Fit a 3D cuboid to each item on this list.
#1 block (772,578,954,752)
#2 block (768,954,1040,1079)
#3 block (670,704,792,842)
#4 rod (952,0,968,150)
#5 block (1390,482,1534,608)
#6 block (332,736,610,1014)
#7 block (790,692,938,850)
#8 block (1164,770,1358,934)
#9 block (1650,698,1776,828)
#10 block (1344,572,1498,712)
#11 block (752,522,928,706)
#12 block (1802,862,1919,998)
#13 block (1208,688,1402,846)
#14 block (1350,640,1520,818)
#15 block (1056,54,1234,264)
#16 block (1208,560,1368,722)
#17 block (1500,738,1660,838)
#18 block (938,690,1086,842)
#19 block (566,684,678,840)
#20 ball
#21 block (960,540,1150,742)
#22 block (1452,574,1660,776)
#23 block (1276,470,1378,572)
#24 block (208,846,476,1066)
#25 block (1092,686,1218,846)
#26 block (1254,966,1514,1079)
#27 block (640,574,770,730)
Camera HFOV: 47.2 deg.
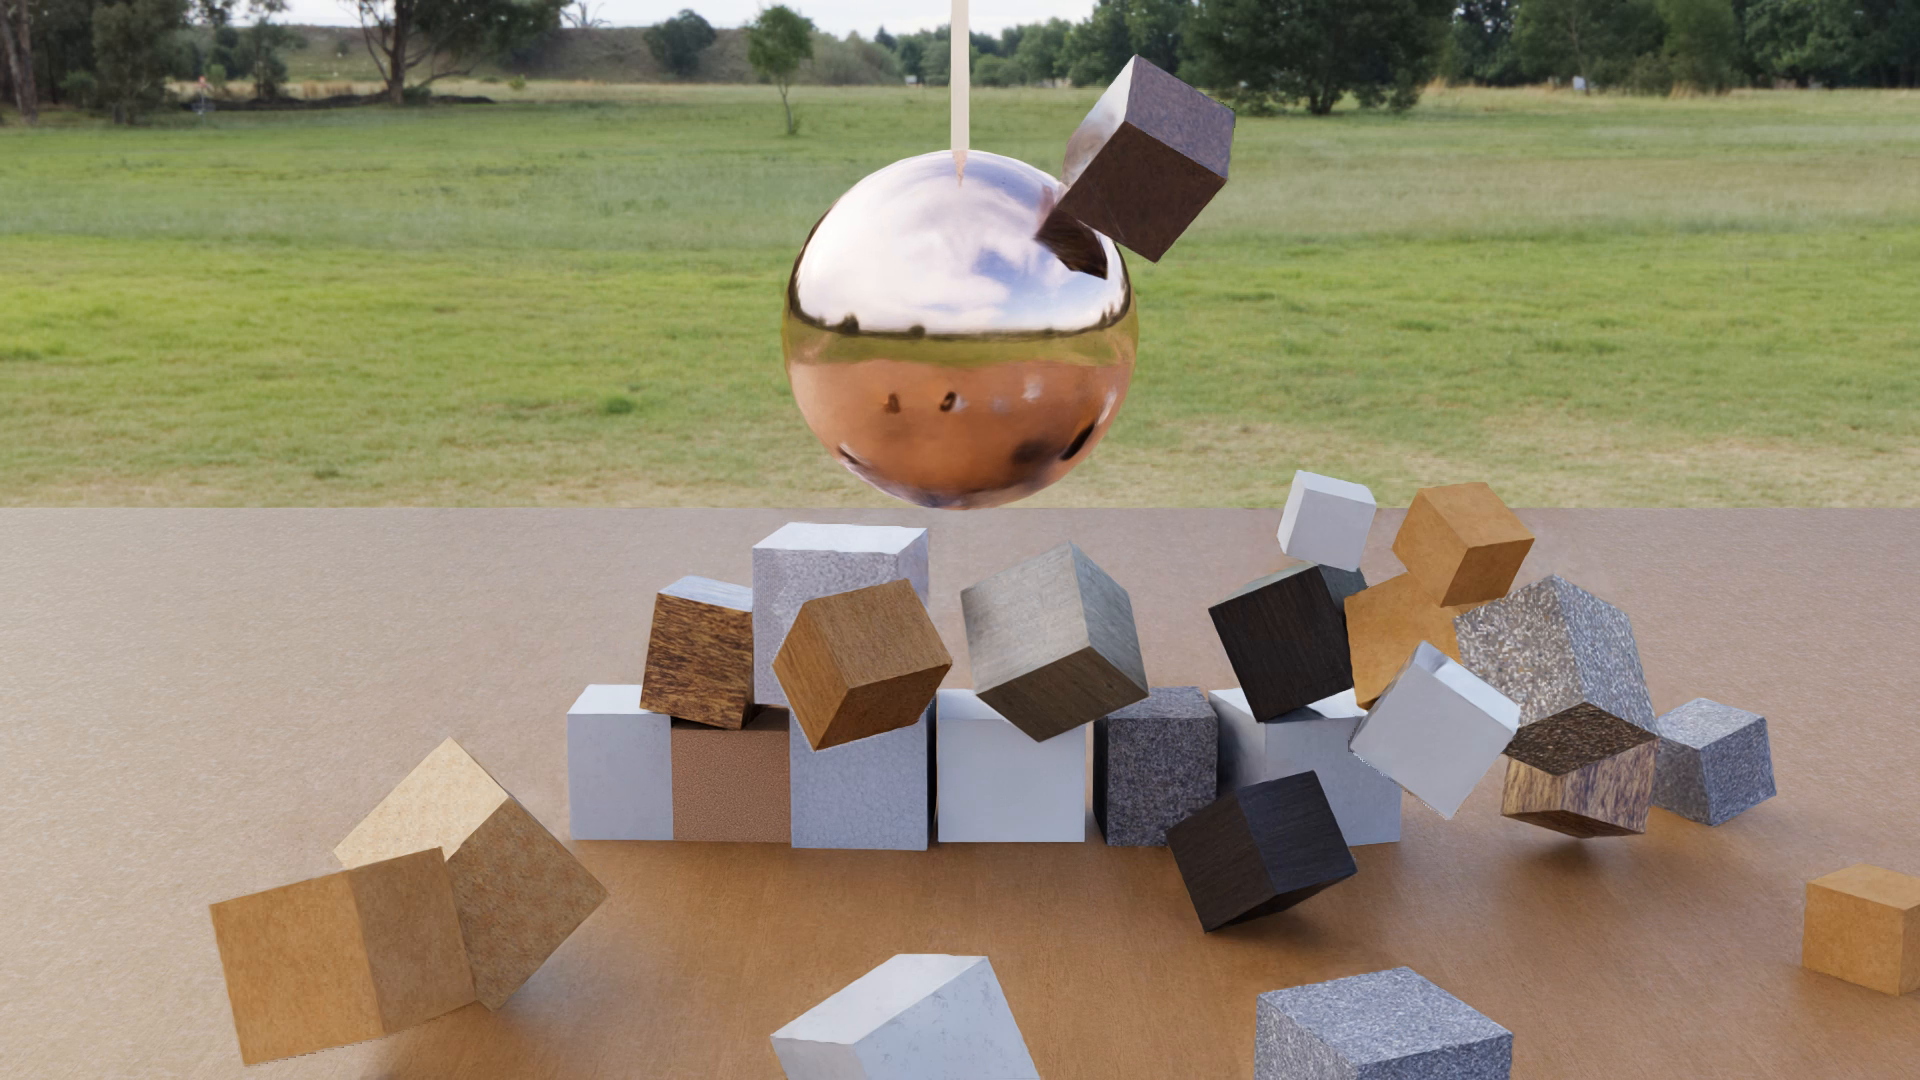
[{"bbox_3d":[-0.367,0.463,8.194,0.446,0.435,0.387,-13,60,-31],"label":"block"},{"bbox_3d":[-0.165,1.751,7.245,0.569,0.553,0.551,-27,7,-34],"label":"block"},{"bbox_3d":[-1.133,1.191,11.387,0.613,0.583,0.589,1,10,3],"label":"block"},{"bbox_3d":[0.000,-4.330,9.880,0.080,5.200,0.080,0,-1,0],"label":"rod"},{"bbox_3d":[2.146,0.016,9.407,0.358,0.340,0.383,-7,44,-27],"label":"block"},{"bbox_3d":[-2.028,1.377,9.123,0.667,0.674,0.708,-46,35,-12],"label":"block"},{"bbox_3d":[-0.484,1.104,11.322,0.682,0.766,0.740,1,11,3],"label":"block"},{"bbox_3d":[1.349,1.400,9.885,0.513,0.491,0.527,-7,-22,-38],"label":"block"},{"bbox_3d":[3.933,1.167,11.601,0.454,0.450,0.464,-21,18,-22],"label":"block"},{"bbox_3d":[2.280,0.535,10.524,0.598,0.584,0.583,-26,-40,34],"label":"block"},{"bbox_3d":[-0.588,0.373,11.020,0.732,0.785,0.663,2,11,12],"label":"block"},{"bbox_3d":[3.924,1.657,9.390,0.425,0.380,0.440,-8,13,-37],"label":"block"},{"bbox_3d":[1.765,1.157,11.319,0.763,0.673,0.700,-3,11,-17],"label":"block"},{"bbox_3d":[1.790,0.705,8.269,0.448,0.410,0.383,36,18,8],"label":"block"},{"bbox_3d":[0.792,-1.624,9.387,0.511,0.542,0.487,27,45,-16],"label":"block"},{"bbox_3d":[1.716,0.459,10.986,0.605,0.613,0.623,-23,0,26],"label":"block"},{"bbox_3d":[3.080,1.165,10.947,0.473,0.511,0.566,17,-14,-14],"label":"block"},{"bbox_3d":[0.260,1.160,11.390,0.741,0.643,0.614,0,10,0],"label":"block"},{"bbox_3d":[-1.711,1.146,11.412,0.525,0.661,0.593,0,10,1],"label":"block"},{"bbox_3d":[0.000,-0.930,9.828,1.600,1.600,1.600,0,10,0],"label":"ball"},{"bbox_3d":[0.462,0.506,10.791,0.634,0.612,0.603,-25,-39,22],"label":"block"},{"bbox_3d":[2.673,0.618,9.869,0.529,0.620,0.649,-29,-37,36],"label":"block"},{"bbox_3d":[1.774,-0.094,10.657,0.356,0.349,0.313,13,18,-4],"label":"block"},{"bbox_3d":[-2.275,1.529,8.135,0.624,0.594,0.581,-15,-4,20],"label":"block"},{"bbox_3d":[0.997,1.158,11.342,0.551,0.663,0.630,-1,10,-3],"label":"block"},{"bbox_3d":[1.450,1.888,7.615,0.631,0.536,0.607,-5,14,-24],"label":"block"},{"bbox_3d":[-1.255,0.567,11.224,0.533,0.605,0.538,12,11,9],"label":"block"}]
